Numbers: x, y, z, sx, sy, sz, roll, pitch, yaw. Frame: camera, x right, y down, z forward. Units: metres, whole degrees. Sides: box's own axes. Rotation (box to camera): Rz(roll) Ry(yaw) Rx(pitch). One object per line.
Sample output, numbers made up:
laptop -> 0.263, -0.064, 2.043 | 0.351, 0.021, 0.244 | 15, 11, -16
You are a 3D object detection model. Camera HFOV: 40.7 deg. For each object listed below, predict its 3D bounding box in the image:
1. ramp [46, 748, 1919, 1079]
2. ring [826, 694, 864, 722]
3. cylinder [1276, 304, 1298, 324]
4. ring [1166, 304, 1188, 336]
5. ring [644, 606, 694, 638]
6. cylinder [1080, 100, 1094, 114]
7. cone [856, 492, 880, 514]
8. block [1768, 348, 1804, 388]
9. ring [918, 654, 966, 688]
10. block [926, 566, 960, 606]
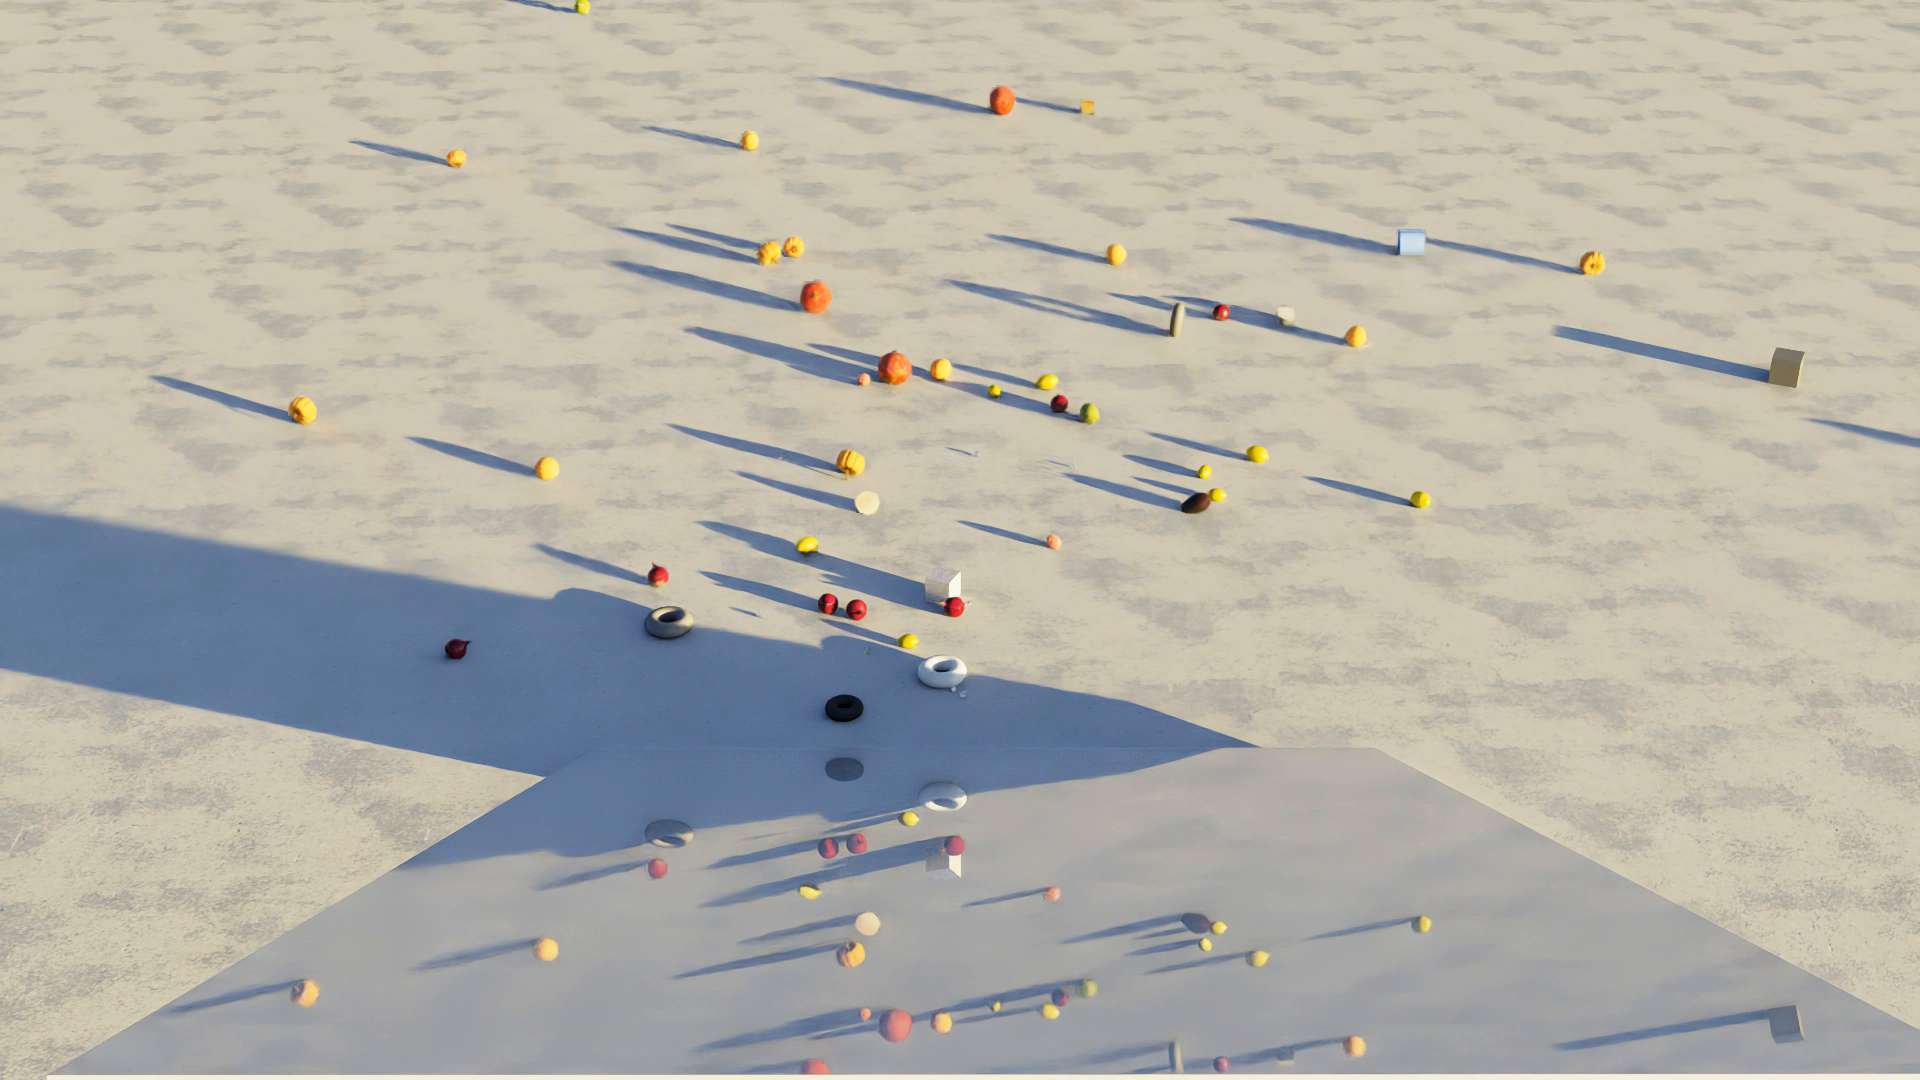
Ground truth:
ramp -> 0.066, 0.590, 4.642 | 2.000, 0.100, 4.000 | 0, 0, 0
ring -> -0.310, 0.450, 6.932 | 0.104, 0.035, 0.104 | -1, 30, 1
cylinder -> 1.150, -0.796, 9.117 | 0.057, 0.057, 0.057 | -13, 21, 32
ring -> 0.754, -0.766, 9.002 | 0.040, 0.120, 0.120 | 22, 25, -16
ring -> -0.823, 0.233, 7.306 | 0.139, 0.046, 0.139 | -1, 29, 1
cylinder -> 0.540, -1.831, 10.956 | 0.052, 0.052, 0.052 | 13, 30, -1
cone -> -0.284, -0.115, 7.936 | 0.072, 0.072, 0.072 | -2, 3, -3
block -> 2.779, -0.580, 8.696 | 0.094, 0.094, 0.094 | 12, 32, 21
ring -> -0.049, 0.360, 7.082 | 0.134, 0.045, 0.134 | -1, 30, 0
block -> -0.049, 0.133, 7.451 | 0.077, 0.077, 0.077 | 13, 32, 21
